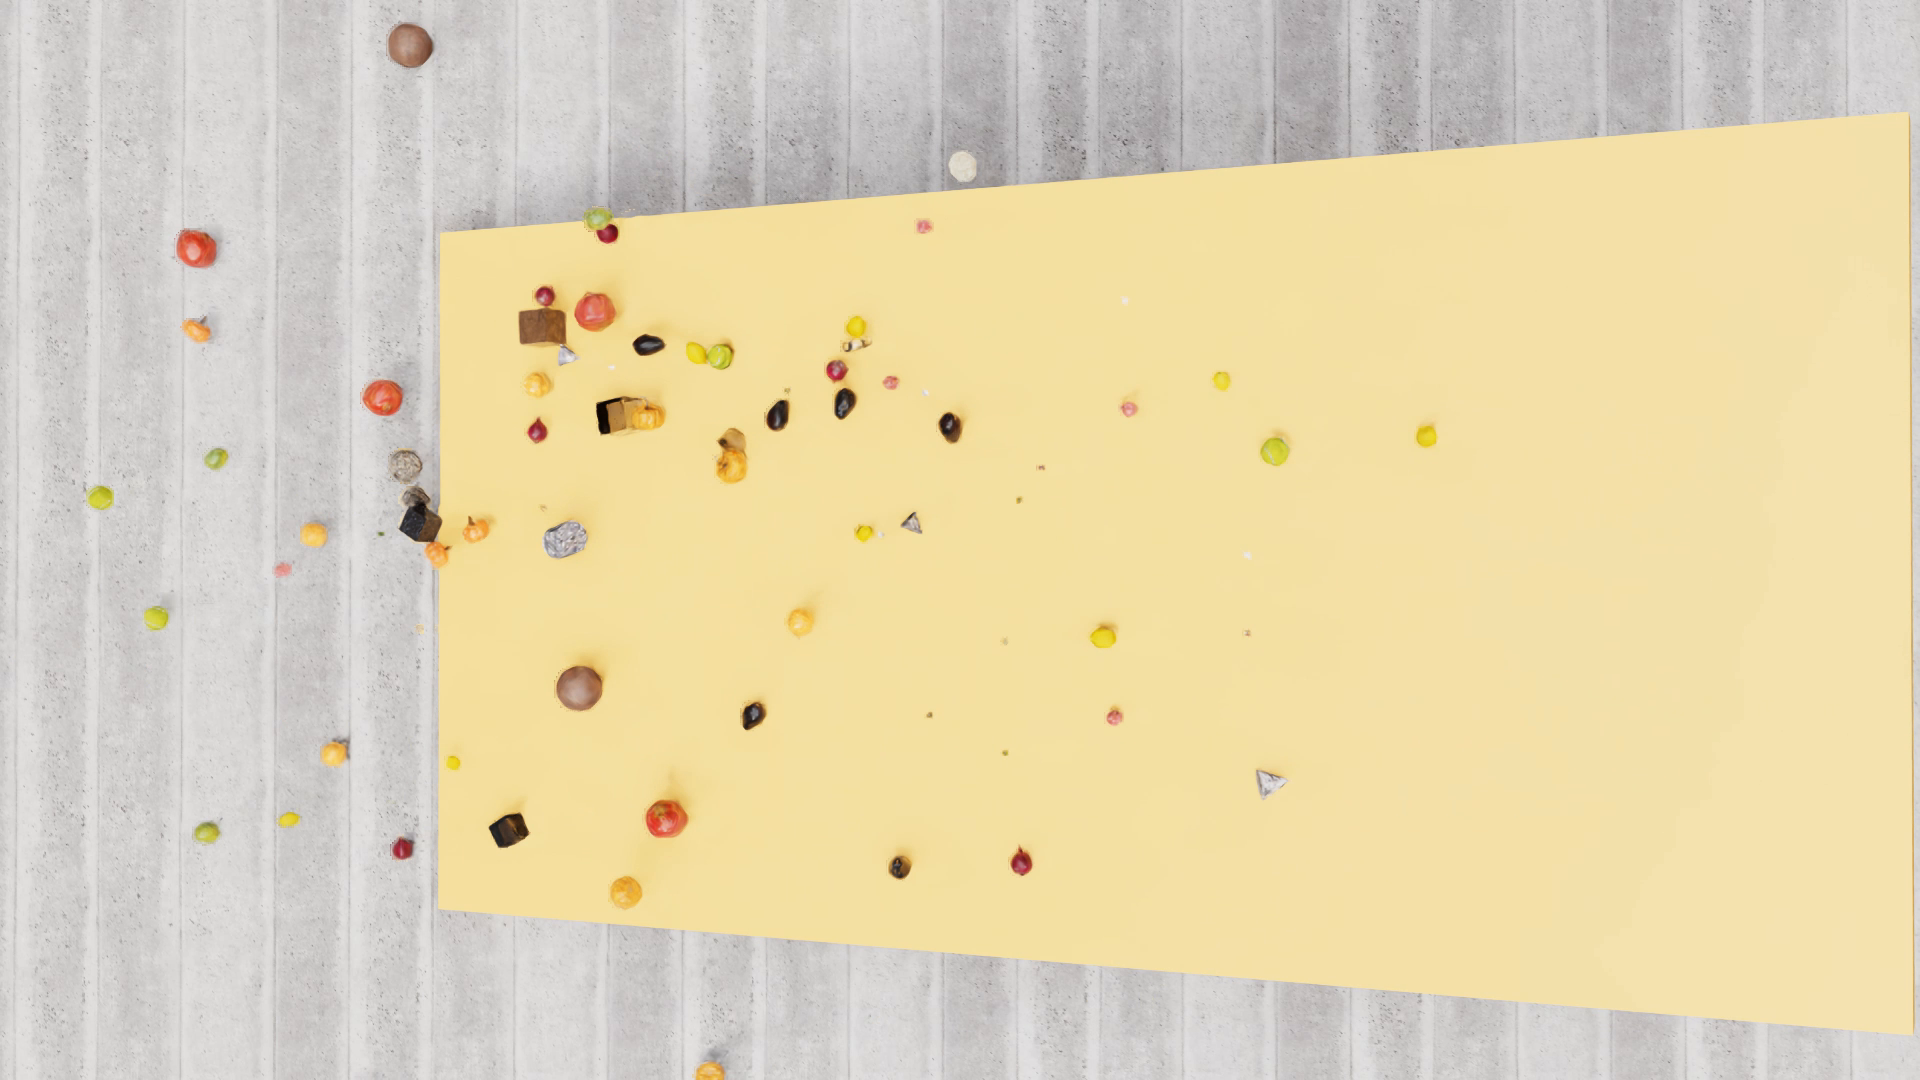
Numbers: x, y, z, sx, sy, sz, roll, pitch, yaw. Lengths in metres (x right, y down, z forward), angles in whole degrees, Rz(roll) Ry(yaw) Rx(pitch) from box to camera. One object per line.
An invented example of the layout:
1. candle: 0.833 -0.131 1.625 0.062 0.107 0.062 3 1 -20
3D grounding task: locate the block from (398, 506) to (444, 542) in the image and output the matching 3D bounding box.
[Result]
1. block: -1.590 -0.046 6.489 0.077 0.077 0.077 32 103 23

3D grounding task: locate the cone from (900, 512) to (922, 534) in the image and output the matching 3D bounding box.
1. cone: -0.118 -0.034 5.804 0.057 0.057 0.057 -44 99 0

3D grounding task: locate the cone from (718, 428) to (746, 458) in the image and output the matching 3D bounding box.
1. cone: -0.645 -0.268 6.030 0.082 0.082 0.082 0 89 26

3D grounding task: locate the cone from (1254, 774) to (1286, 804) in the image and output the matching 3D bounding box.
1. cone: 0.769 0.592 5.362 0.077 0.077 0.077 -22 89 -20

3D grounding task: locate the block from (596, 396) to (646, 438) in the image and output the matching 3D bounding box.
1. block: -0.953 -0.346 6.175 0.092 0.092 0.092 -11 84 25

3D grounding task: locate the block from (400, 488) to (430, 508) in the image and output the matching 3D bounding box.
1. block: -1.614 -0.119 6.517 0.052 0.052 0.052 47 109 20

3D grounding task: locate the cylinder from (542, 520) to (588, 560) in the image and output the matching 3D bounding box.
1. cylinder: -1.114 0.000 6.199 0.092 0.092 0.092 12 70 -38

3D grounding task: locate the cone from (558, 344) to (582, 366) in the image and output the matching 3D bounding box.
1. cone: -1.111 -0.524 6.289 0.064 0.064 0.064 8 89 -1

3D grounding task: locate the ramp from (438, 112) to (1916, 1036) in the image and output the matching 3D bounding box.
1. ramp: 0.281 0.081 5.679 4.000 0.100 2.000 0 89 26

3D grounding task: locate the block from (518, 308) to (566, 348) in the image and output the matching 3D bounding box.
1. block: -1.194 -0.607 6.293 0.095 0.095 0.095 -3 88 26

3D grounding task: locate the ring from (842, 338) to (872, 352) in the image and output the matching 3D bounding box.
1. ring: -0.273 -0.518 5.826 0.083 0.083 0.028 -12 93 0

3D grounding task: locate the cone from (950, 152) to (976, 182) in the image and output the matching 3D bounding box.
1. cone: 0.026 -1.000 5.841 0.082 0.082 0.082 12 117 25

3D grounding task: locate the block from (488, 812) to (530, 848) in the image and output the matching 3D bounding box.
1. block: -1.299 0.838 6.341 0.071 0.071 0.071 -34 76 22

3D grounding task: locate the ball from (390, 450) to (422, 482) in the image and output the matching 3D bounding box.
1. ball: -1.640 -0.220 6.509 0.093 0.093 0.093 0 89 0
